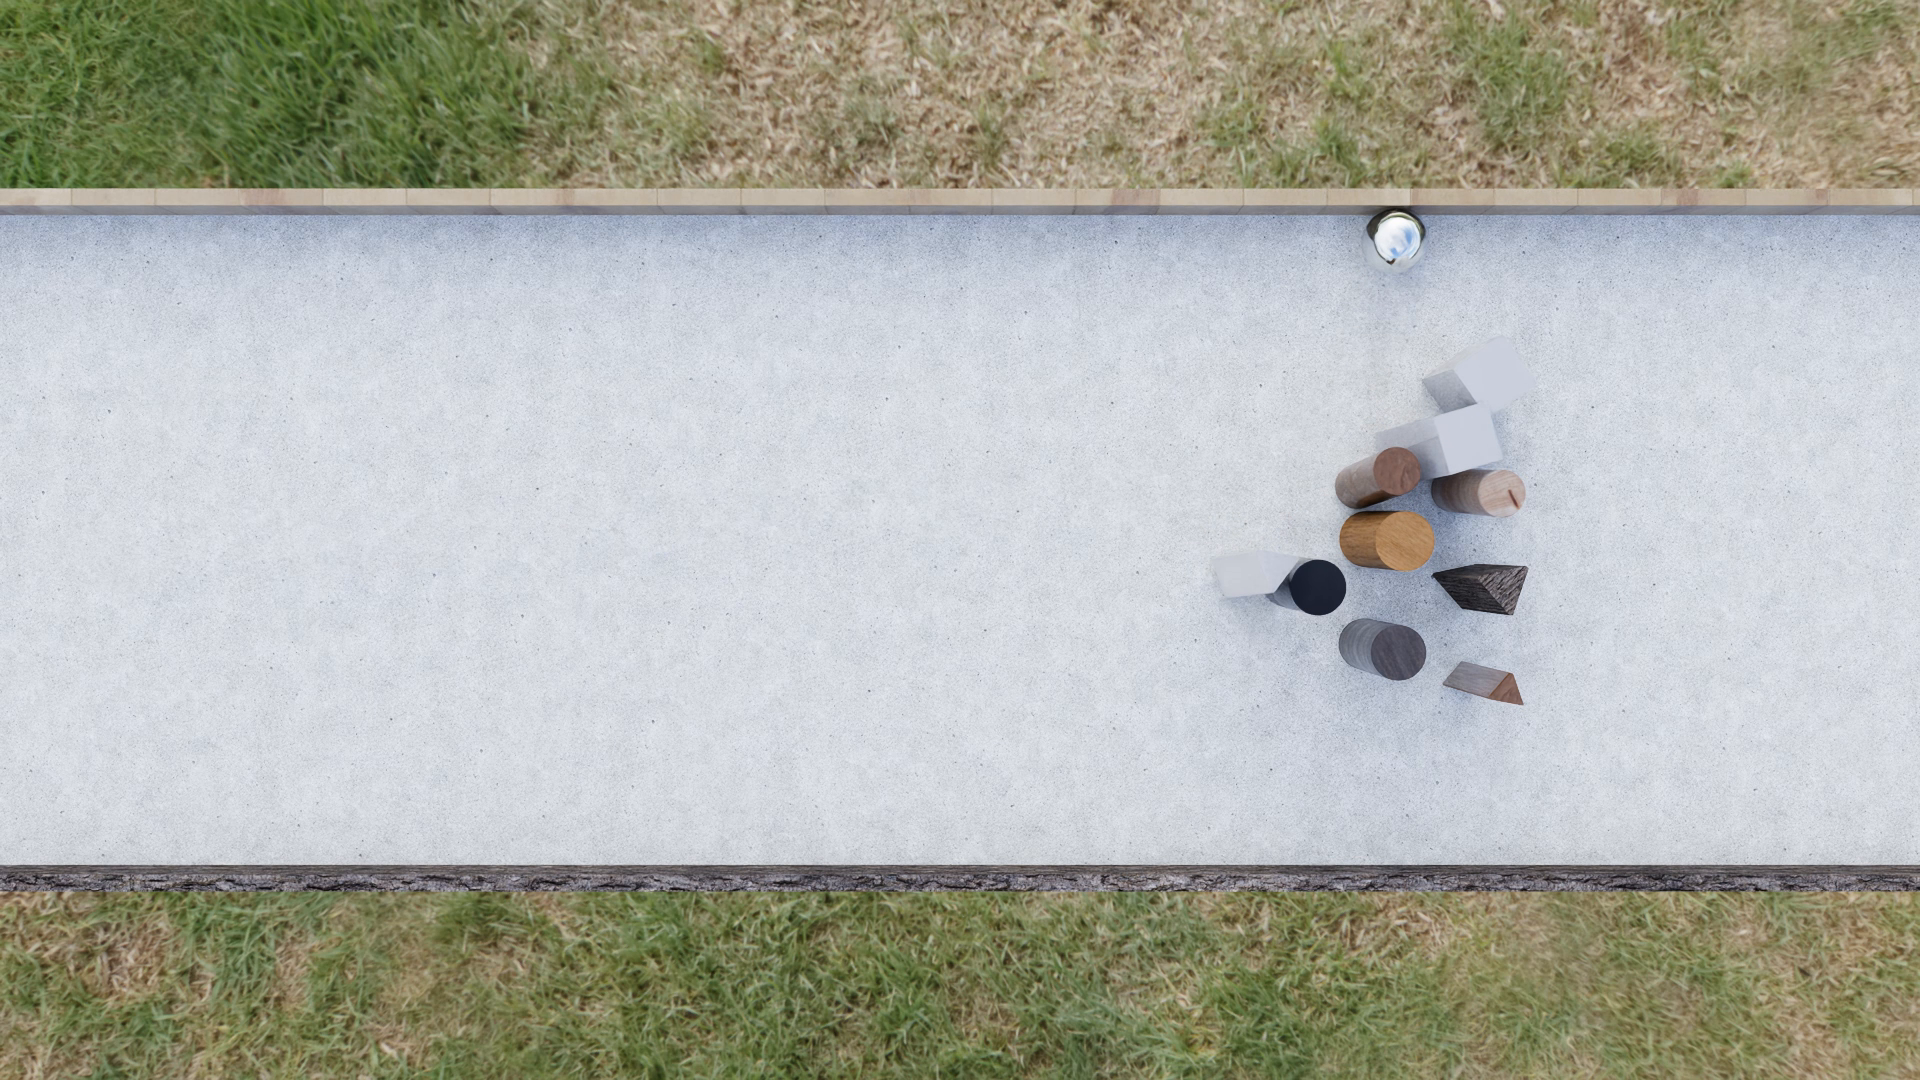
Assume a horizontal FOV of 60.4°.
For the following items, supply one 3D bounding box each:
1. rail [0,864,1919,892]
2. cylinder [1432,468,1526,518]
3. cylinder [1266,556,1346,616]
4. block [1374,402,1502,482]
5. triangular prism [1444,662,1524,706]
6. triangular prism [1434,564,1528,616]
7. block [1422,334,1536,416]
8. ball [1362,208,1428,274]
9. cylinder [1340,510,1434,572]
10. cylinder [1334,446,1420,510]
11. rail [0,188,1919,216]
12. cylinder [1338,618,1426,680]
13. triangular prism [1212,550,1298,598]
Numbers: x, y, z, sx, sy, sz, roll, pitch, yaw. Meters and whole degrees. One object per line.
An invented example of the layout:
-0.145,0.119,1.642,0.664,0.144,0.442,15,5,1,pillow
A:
-2.247,1.025,5.001,12.000,0.150,0.050,0,90,0,rail
1.530,-0.143,4.883,0.136,0.374,0.136,0,93,-5,cylinder
1.010,0.131,4.870,0.160,0.408,0.160,0,91,-1,cylinder
1.406,-0.279,4.868,0.171,0.391,0.171,-16,90,-11,block
1.539,0.413,4.849,0.096,0.455,0.083,11,90,0,triangular prism
1.549,0.117,4.855,0.125,0.444,0.144,-42,90,0,triangular prism
1.540,-0.471,4.911,0.174,0.331,0.174,-35,90,0,block
1.311,-0.901,4.979,0.195,0.195,0.195,0,90,0,ball
1.262,0.000,4.894,0.173,0.354,0.173,0,91,-4,cylinder
1.233,-0.180,4.883,0.139,0.373,0.139,0,85,-4,cylinder
-2.247,-1.025,5.002,12.000,0.150,0.050,0,90,0,rail
1.244,0.320,4.878,0.158,0.398,0.158,0,90,0,cylinder
0.883,0.084,4.891,0.113,0.355,0.130,-20,90,-13,triangular prism
